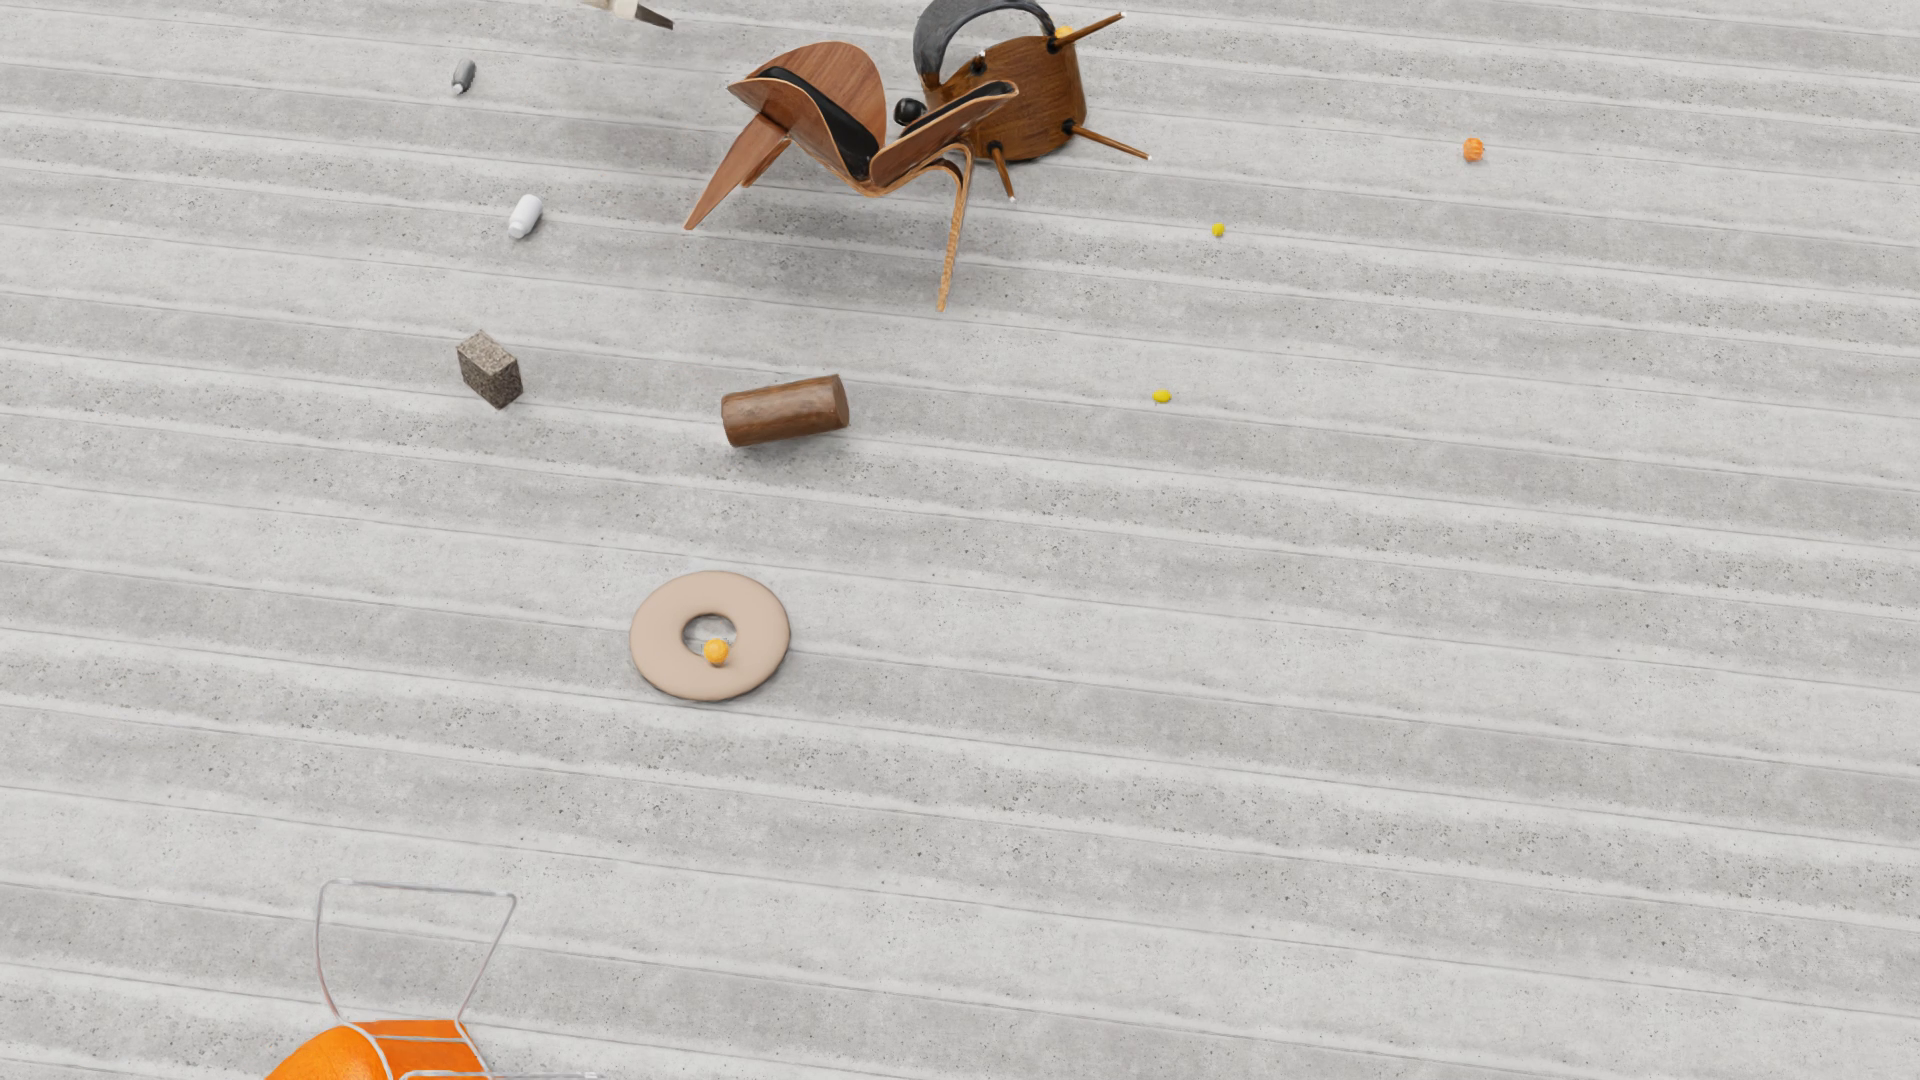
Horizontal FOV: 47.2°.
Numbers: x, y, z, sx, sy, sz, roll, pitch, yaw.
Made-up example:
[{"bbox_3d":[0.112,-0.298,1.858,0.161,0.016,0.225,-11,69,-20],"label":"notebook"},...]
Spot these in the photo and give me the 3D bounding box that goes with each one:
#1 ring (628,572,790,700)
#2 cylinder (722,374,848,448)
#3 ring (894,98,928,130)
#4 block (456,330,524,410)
[{"bbox_3d":[-0.724,0.273,6.352,0.466,0.066,0.436,1,57,1],"label":"ring"},{"bbox_3d":[-0.531,-0.392,6.685,0.352,0.170,0.167,-9,97,10],"label":"cylinder"},{"bbox_3d":[-0.163,-1.412,7.282,0.111,0.102,0.082,19,87,-6],"label":"ring"},{"bbox_3d":[-1.459,-0.527,6.825,0.168,0.166,0.101,38,61,22],"label":"block"}]
